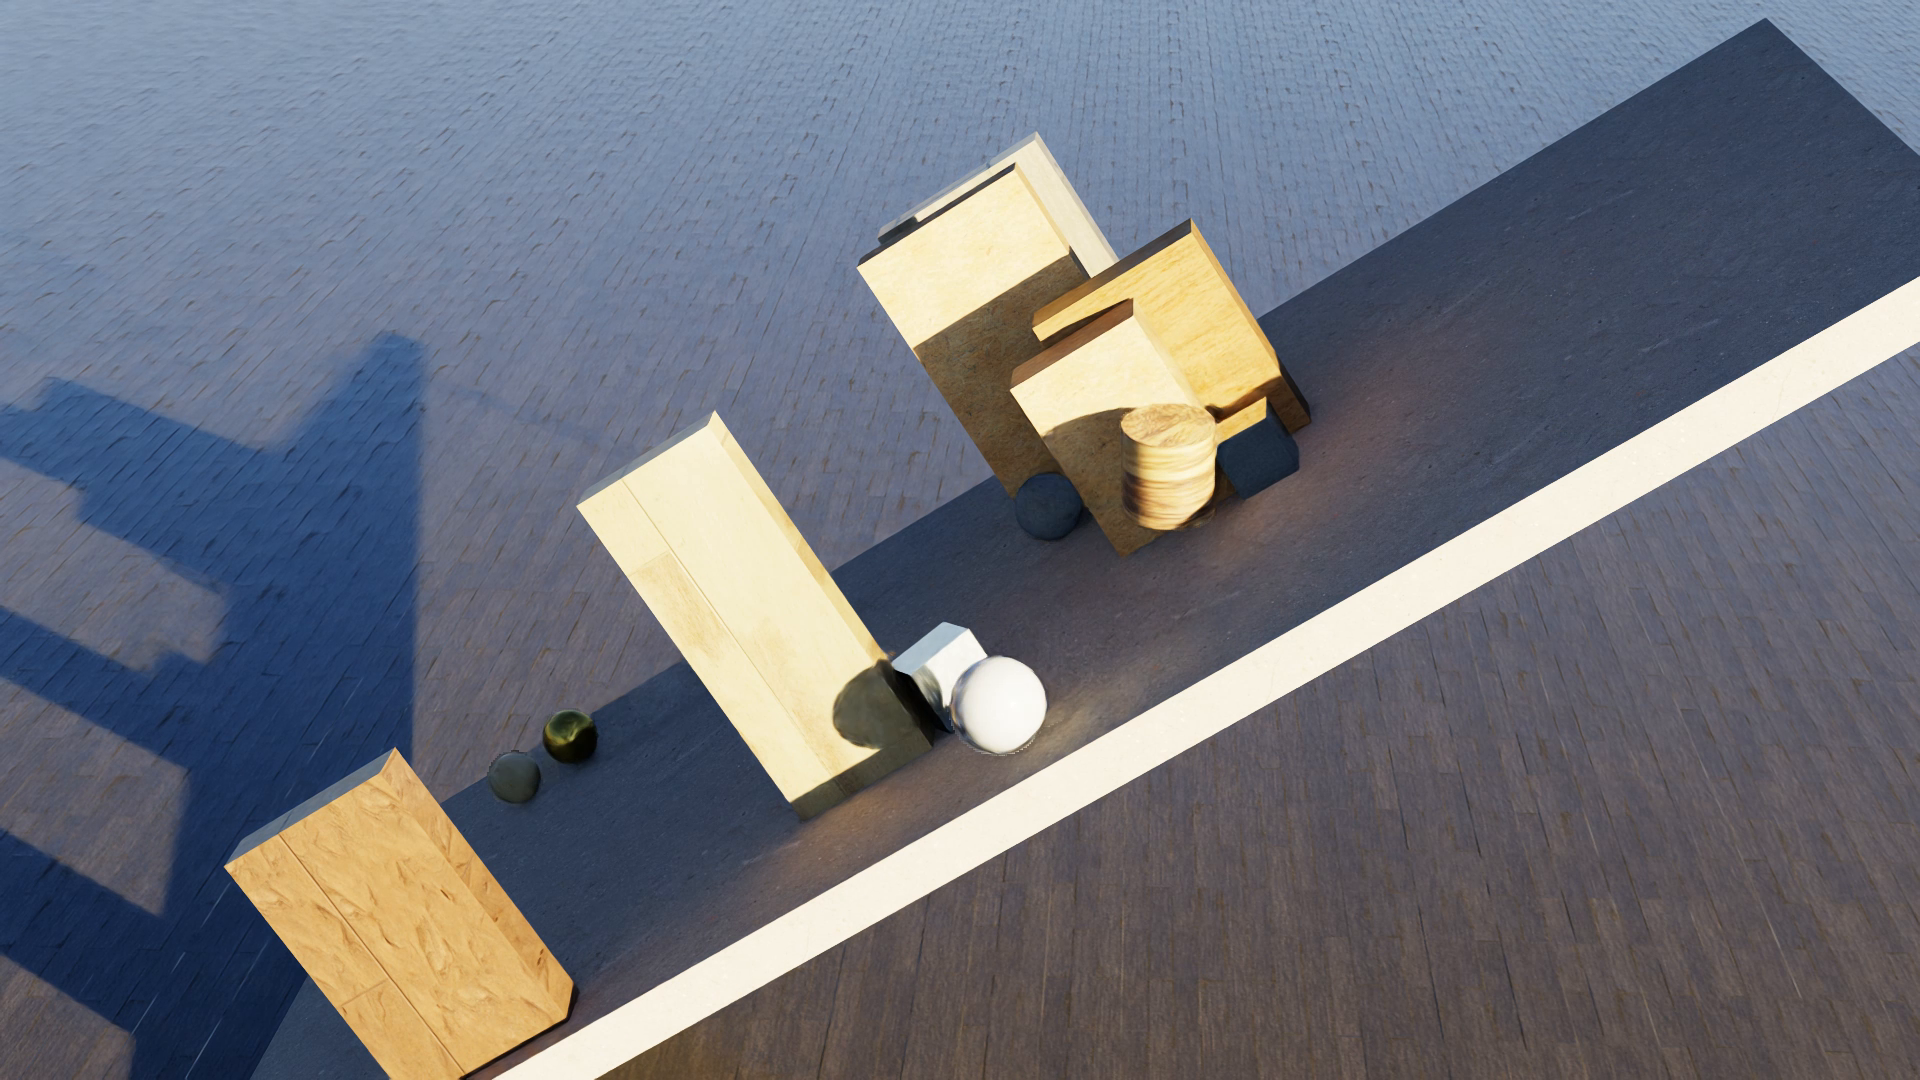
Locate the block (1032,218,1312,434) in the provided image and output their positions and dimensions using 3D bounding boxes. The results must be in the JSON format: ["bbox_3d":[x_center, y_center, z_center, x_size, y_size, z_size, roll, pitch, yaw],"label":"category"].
[{"bbox_3d":[0.446,-0.364,6.180,0.386,0.480,0.126,-30,15,14],"label":"block"}]

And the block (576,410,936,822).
[{"bbox_3d":[-0.392,0.155,5.750,0.308,0.781,0.095,-30,15,14],"label":"block"}]

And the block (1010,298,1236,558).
[{"bbox_3d":[0.346,-0.232,6.078,0.295,0.429,0.145,-30,15,14],"label":"block"}]

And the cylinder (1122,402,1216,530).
[{"bbox_3d":[0.415,-0.147,5.850,0.186,0.186,0.186,-2,30,1],"label":"cylinder"}]

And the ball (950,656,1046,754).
[{"bbox_3d":[0.070,0.306,5.474,0.180,0.180,0.180,0,20,0],"label":"ball"}]

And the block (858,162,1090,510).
[{"bbox_3d":[0.147,-0.414,6.478,0.407,0.731,0.083,-30,15,14],"label":"block"}]

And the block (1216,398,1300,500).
[{"bbox_3d":[0.600,-0.186,5.983,0.130,0.130,0.130,-30,16,17],"label":"block"}]

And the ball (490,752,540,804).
[{"bbox_3d":[-1.084,0.580,7.169,0.124,0.124,0.124,0,20,0],"label":"ball"}]

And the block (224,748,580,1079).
[{"bbox_3d":[-1.068,0.750,5.660,0.374,0.611,0.117,-30,15,14],"label":"block"}]

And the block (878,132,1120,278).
[{"bbox_3d":[0.182,-0.538,6.855,0.431,0.698,0.098,-30,15,14],"label":"block"}]

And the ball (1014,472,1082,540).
[{"bbox_3d":[0.194,-0.073,6.450,0.150,0.150,0.150,0,20,0],"label":"ball"}]

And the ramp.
[{"bbox_3d":[0.140,0.170,6.294,4.000,0.100,2.000,-30,15,14],"label":"ramp"}]

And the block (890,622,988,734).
[{"bbox_3d":[-0.025,0.273,5.840,0.148,0.148,0.148,-38,15,-13],"label":"block"}]

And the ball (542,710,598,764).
[{"bbox_3d":[-0.951,0.480,7.177,0.135,0.135,0.135,0,20,0],"label":"ball"}]
